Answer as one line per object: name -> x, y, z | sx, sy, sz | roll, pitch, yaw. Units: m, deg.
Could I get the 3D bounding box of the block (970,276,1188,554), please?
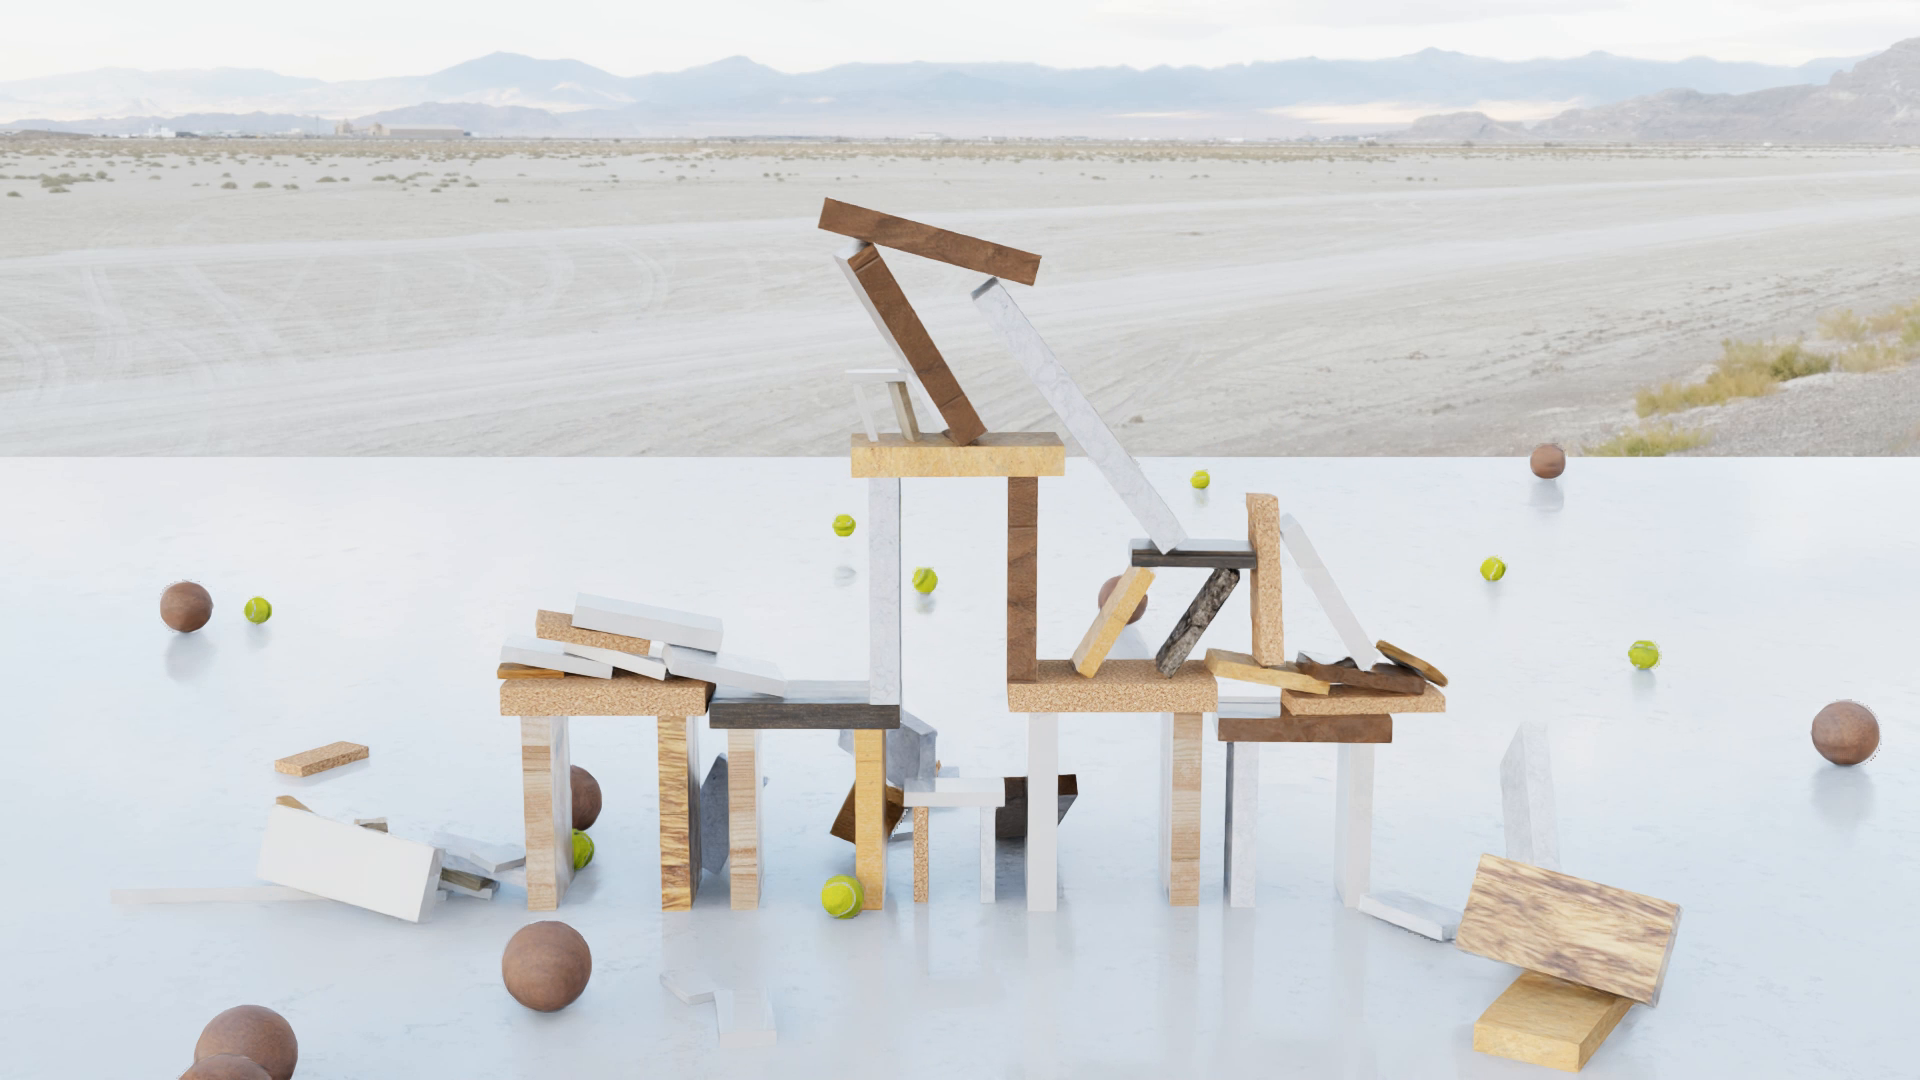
block -> 0.188, -0.202, 3.509 | 0.049, 0.499, 0.171 | -37, 9, 5

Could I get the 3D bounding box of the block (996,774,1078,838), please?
block -> 0.119, 0.468, 3.855 | 0.130, 0.037, 0.259 | -2, -22, -9

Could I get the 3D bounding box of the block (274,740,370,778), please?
block -> -1.281, 0.439, 4.418 | 0.079, 0.022, 0.173 | 7, 12, 32

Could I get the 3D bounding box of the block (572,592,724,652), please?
block -> -0.511, 0.134, 3.602 | 0.241, 0.034, 0.121 | 11, 7, -10

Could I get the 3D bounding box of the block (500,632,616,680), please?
block -> -0.656, 0.190, 3.605 | 0.181, 0.026, 0.090 | 10, 10, -5

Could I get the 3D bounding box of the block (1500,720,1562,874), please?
block -> 0.920, 0.456, 3.551 | 0.041, 0.145, 0.291 | 5, 54, 0

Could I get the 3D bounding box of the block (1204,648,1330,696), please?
block -> 0.505, 0.215, 3.617 | 0.190, 0.027, 0.095 | 10, 9, -7

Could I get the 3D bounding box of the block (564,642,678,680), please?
block -> -0.547, 0.186, 3.600 | 0.181, 0.026, 0.090 | 15, 10, 14

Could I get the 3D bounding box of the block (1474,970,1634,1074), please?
block -> 0.879, 0.661, 3.174 | 0.145, 0.041, 0.412 | 6, 12, 31

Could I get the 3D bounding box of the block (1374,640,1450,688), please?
block -> 0.753, 0.206, 3.667 | 0.062, 0.017, 0.123 | 37, -4, -36

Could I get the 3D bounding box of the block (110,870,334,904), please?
block -> -1.200, 0.576, 3.673 | 0.400, 0.025, 0.089 | -1, 11, -4

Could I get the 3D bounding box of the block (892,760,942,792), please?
block -> -0.108, 0.476, 4.148 | 0.054, 0.015, 0.307 | -11, 11, 19

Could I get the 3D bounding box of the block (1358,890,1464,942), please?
block -> 0.734, 0.600, 3.523 | 0.087, 0.025, 0.174 | -1, 9, -37

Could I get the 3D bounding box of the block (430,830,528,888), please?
block -> -0.796, 0.532, 3.666 | 0.178, 0.025, 0.089 | 15, 11, -5

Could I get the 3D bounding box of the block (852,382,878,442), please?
block -> -0.152, -0.208, 3.512 | 0.014, 0.098, 0.049 | -17, 11, 0

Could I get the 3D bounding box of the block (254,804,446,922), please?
block -> -0.996, 0.526, 3.586 | 0.325, 0.121, 0.034 | 10, -5, 22

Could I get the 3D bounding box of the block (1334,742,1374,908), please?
block -> 0.653, 0.452, 3.646 | 0.040, 0.280, 0.140 | 0, 11, 2

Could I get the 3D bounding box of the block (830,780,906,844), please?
block -> -0.157, 0.474, 3.801 | 0.095, 0.190, 0.027 | 22, 54, -3

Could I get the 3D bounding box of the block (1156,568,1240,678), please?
block -> 0.386, 0.126, 3.578 | 0.028, 0.199, 0.099 | 33, 11, -2

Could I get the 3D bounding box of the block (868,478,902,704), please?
block -> -0.121, 0.067, 3.564 | 0.048, 0.368, 0.168 | 0, 11, 0

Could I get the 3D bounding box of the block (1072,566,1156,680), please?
block -> 0.250, 0.124, 3.581 | 0.028, 0.199, 0.099 | 31, 9, -6

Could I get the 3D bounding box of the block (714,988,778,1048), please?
block -> -0.306, 0.679, 3.129 | 0.079, 0.022, 0.158 | -2, 11, -9

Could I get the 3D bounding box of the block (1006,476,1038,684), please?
block -> 0.099, 0.050, 3.570 | 0.048, 0.336, 0.168 | 0, 11, 0

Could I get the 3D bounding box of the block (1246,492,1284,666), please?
block -> 0.497, 0.061, 3.582 | 0.037, 0.269, 0.130 | -3, 5, 1

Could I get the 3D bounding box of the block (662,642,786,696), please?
block -> -0.383, 0.208, 3.570 | 0.190, 0.027, 0.095 | 14, 11, -20

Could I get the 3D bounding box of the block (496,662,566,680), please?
block -> -0.701, 0.213, 3.602 | 0.107, 0.015, 0.054 | -1, 11, -4

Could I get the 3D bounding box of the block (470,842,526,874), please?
block -> -0.756, 0.526, 3.644 | 0.054, 0.015, 0.107 | 21, 12, 25

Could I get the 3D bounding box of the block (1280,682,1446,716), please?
block -> 0.662, 0.261, 3.617 | 0.252, 0.027, 0.095 | -1, 11, -3

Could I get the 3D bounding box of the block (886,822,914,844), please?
block -> -0.132, 0.529, 3.956 | 0.109, 0.015, 0.054 | -4, 11, -23

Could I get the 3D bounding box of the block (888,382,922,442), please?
block -> -0.089, -0.208, 3.508 | 0.014, 0.098, 0.049 | -21, 17, -17

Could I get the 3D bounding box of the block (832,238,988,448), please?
block -> -0.081, -0.314, 3.481 | 0.049, 0.343, 0.171 | -33, 14, -3
